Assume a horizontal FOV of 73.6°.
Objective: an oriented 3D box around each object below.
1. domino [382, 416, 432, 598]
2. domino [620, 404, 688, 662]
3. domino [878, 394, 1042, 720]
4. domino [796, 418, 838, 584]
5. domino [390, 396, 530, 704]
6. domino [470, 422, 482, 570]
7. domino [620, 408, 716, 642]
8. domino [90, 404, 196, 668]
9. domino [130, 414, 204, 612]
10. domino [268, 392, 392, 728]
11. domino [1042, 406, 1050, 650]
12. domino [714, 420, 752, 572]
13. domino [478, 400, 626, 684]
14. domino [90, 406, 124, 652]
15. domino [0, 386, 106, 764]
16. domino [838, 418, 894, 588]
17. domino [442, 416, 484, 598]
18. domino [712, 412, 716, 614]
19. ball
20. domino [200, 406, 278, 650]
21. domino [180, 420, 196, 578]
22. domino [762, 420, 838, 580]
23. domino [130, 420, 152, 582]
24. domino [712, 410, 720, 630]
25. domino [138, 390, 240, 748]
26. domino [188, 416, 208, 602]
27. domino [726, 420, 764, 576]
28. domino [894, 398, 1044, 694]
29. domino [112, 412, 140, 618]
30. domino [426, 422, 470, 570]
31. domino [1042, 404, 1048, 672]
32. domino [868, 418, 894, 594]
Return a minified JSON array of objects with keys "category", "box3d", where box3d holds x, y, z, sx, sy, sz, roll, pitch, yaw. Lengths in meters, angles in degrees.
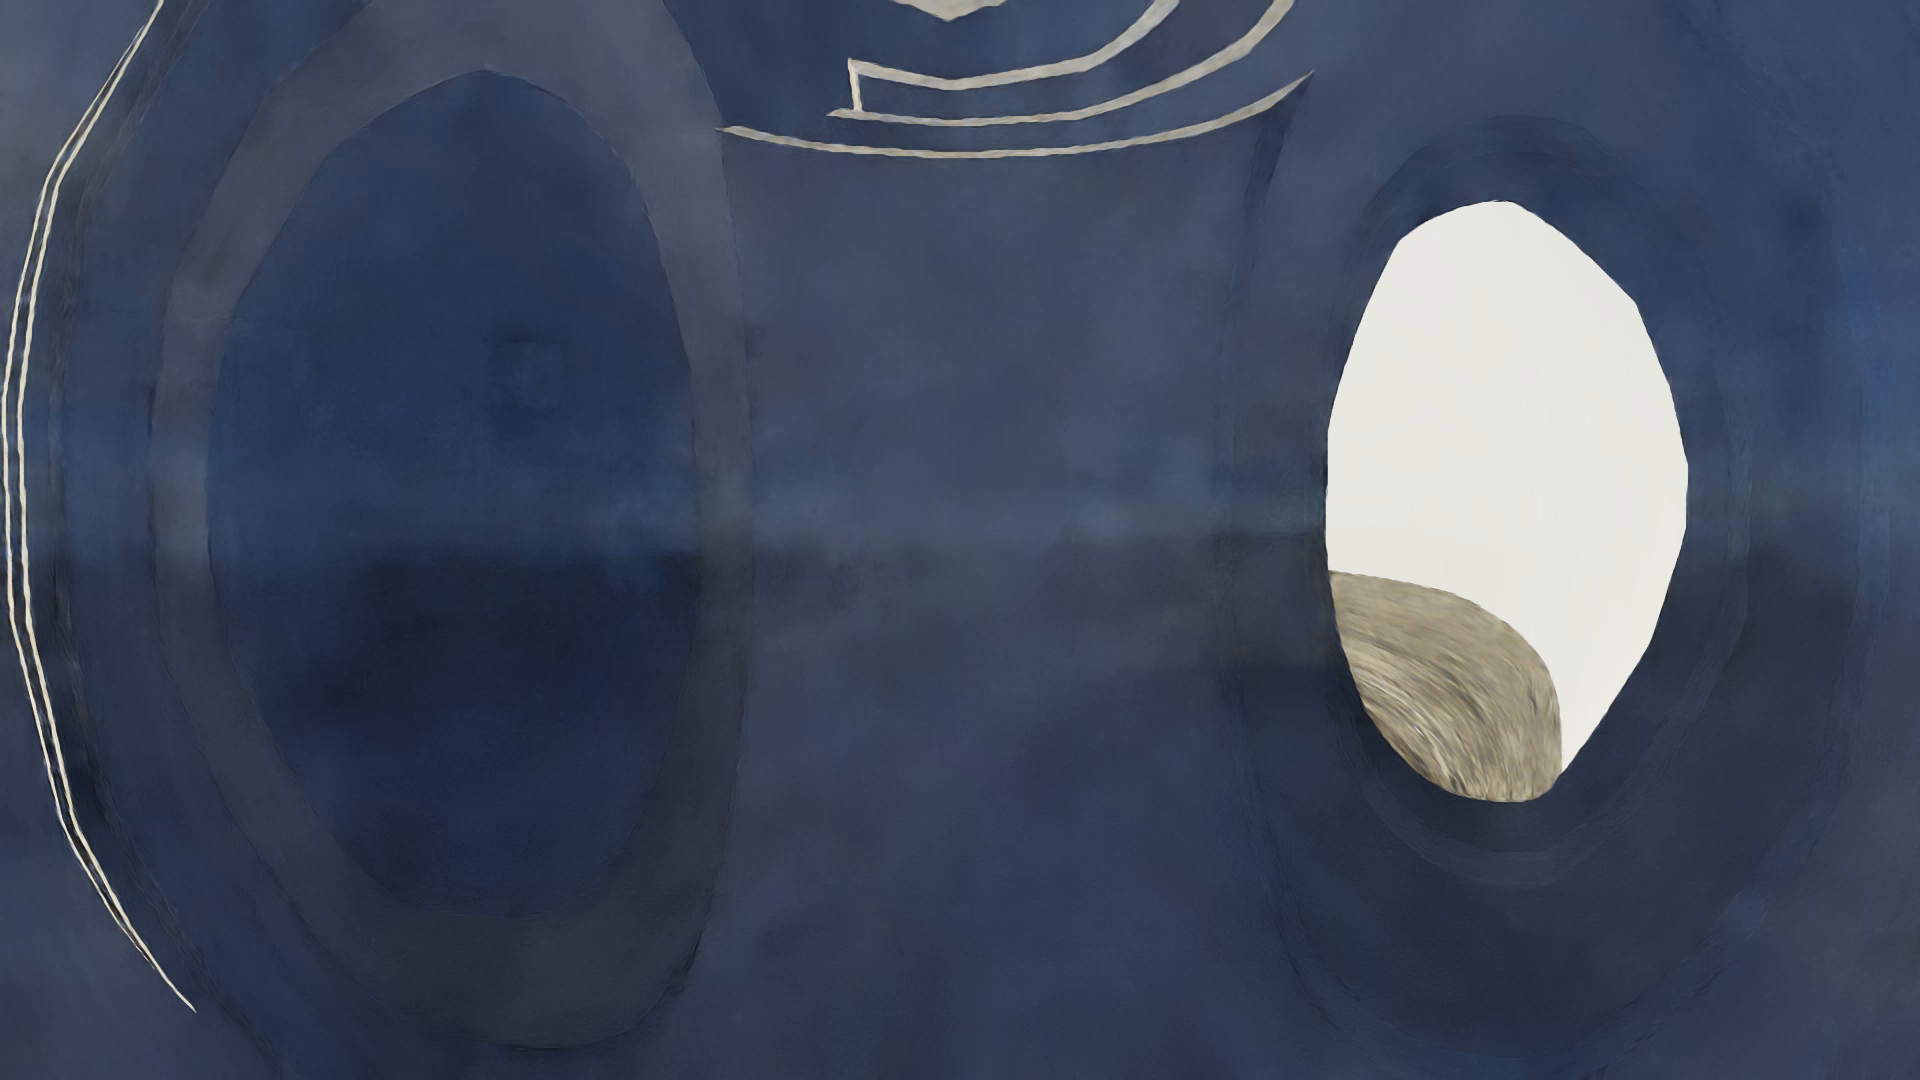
[{"category":"domino","box3d":[-0.159,-0.010,0.366,0.010,0.050,0.025,-1,4,-10]},{"category":"domino","box3d":[-0.068,-0.002,0.256,0.025,0.050,0.010,1,4,9]},{"category":"domino","box3d":[0.000,0.002,0.201,0.025,0.050,0.010,0,4,0]},{"category":"domino","box3d":[-0.039,-0.013,0.402,0.009,0.050,0.025,4,6,42]},{"category":"domino","box3d":[-0.085,0.001,0.219,0.025,0.050,0.009,3,5,38]},{"category":"domino","box3d":[-0.162,-0.016,0.447,0.010,0.050,0.025,-1,4,-7]},{"category":"domino","box3d":[-0.067,-0.003,0.279,0.025,0.050,0.009,0,4,-2]},{"category":"domino","box3d":[-0.163,-0.002,0.256,0.010,0.050,0.025,-1,4,-16]},{"category":"domino","box3d":[-0.210,-0.008,0.334,0.025,0.050,0.009,2,5,29]},{"category":"domino","box3d":[-0.100,0.002,0.203,0.010,0.050,0.025,-4,6,-42]},{"category":"domino","box3d":[0.006,-0.003,0.269,0.025,0.050,0.010,0,4,4]},{"category":"domino","box3d":[-0.082,-0.015,0.432,0.010,0.050,0.025,2,5,28]},{"category":"domino","box3d":[-0.075,0.000,0.235,0.025,0.050,0.010,2,5,26]},{"category":"domino","box3d":[-0.181,-0.002,0.254,0.010,0.050,0.025,0,4,5]},{"category":"domino","box3d":[-0.130,0.004,0.182,0.010,0.050,0.025,-2,5,-26]},{"category":"domino","box3d":[-0.024,-0.012,0.388,0.025,0.050,0.009,-4,6,-42]},{"category":"domino","box3d":[-0.135,-0.010,0.366,0.010,0.050,0.025,1,4,12]},{"category":"domino","box3d":[-0.073,-0.006,0.314,0.025,0.050,0.009,-2,5,-20]},{"category":"ball","box3d":[0.000,-0.002,0.056,0.080,0.080,0.080,0,4,0]},{"category":"domino","box3d":[-0.148,-0.003,0.272,0.025,0.050,0.009,2,5,29]},{"category":"domino","box3d":[-0.245,-0.014,0.416,0.010,0.050,0.025,-3,5,-36]},{"category":"domino","box3d":[-0.051,-0.013,0.412,0.010,0.050,0.025,3,5,37]},{"category":"domino","box3d":[-0.263,-0.012,0.400,0.025,0.050,0.010,4,6,40]},{"category":"domino","box3d":[-0.068,-0.005,0.295,0.025,0.050,0.009,-1,4,-9]},{"category":"domino","box3d":[-0.115,0.003,0.191,0.009,0.050,0.025,-3,5,-35]},{"category":"domino","box3d":[-0.200,-0.009,0.348,0.009,0.050,0.025,-4,6,-43]},{"category":"domino","box3d":[-0.064,-0.014,0.422,0.009,0.050,0.025,3,5,33]},{"category":"domino","box3d":[0.002,0.001,0.223,0.025,0.050,0.010,0,4,6]},{"category":"domino","box3d":[-0.217,-0.006,0.316,0.025,0.050,0.010,1,4,15]},{"category":"domino","box3d":[-0.178,-0.016,0.444,0.010,0.050,0.025,-1,4,-12]},{"category":"domino","box3d":[0.004,-0.001,0.245,0.025,0.050,0.009,0,4,6]},{"category":"domino","box3d":[-0.014,-0.011,0.375,0.025,0.050,0.010,-3,5,-36]}]
